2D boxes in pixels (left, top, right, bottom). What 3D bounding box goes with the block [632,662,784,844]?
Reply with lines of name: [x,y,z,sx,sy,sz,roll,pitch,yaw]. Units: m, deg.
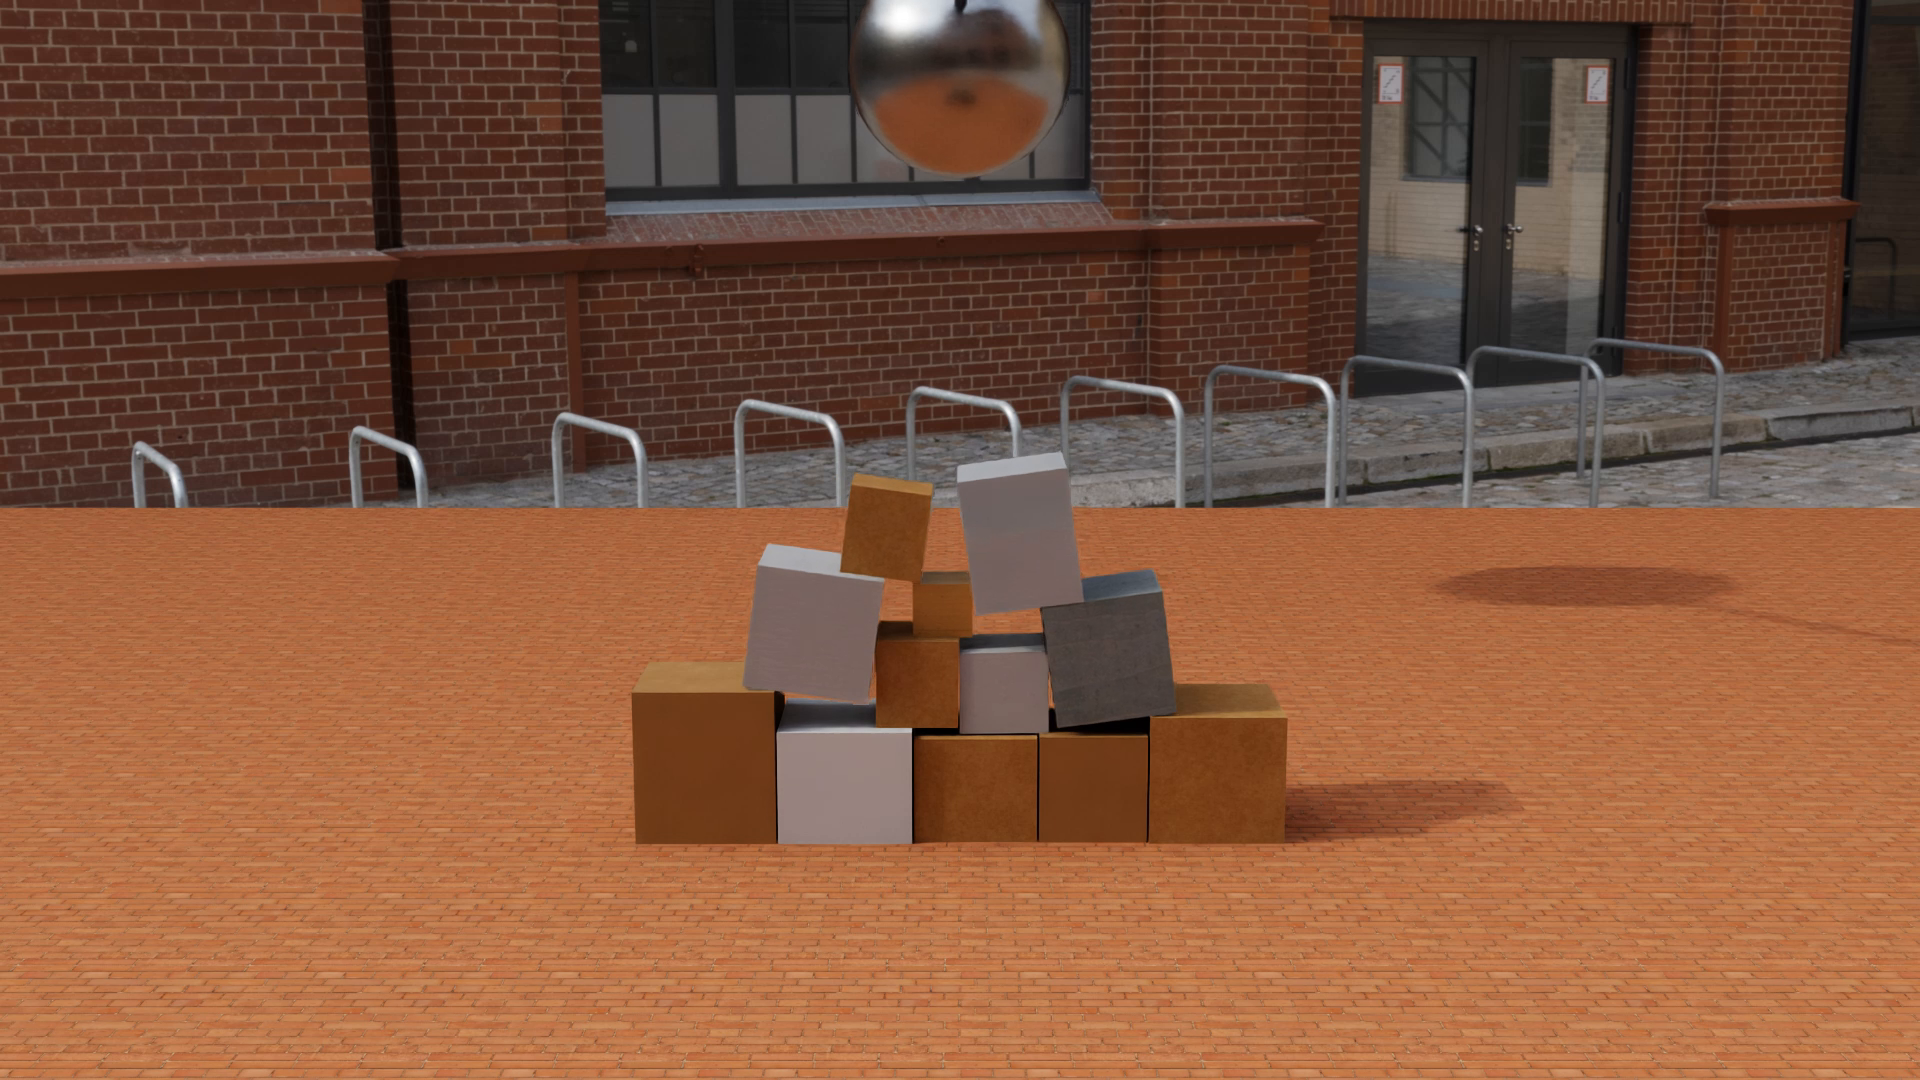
block: [-1.284,1.090,11.366,0.711,0.789,0.657,0,10,0]

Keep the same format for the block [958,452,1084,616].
block: [0.303,-0.040,11.162,0.543,0.678,0.599,-8,10,1]

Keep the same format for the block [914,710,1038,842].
block: [0.079,1.215,11.383,0.622,0.537,0.576,0,10,0]

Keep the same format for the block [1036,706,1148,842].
block: [0.673,1.207,11.390,0.546,0.550,0.612,0,10,0]

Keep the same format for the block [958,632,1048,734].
block: [0.220,0.734,11.295,0.450,0.422,0.428,-1,10,0]

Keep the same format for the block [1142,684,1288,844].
block: [1.298,1.150,11.404,0.684,0.658,0.701,0,10,0]

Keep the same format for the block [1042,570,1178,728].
block: [0.750,0.548,11.268,0.605,0.625,0.596,-8,10,2]

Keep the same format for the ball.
ball: [0.000,-3.396,15.751,1.600,1.600,1.600,0,10,0]

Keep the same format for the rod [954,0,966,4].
rod: [0.000,-4.637,12.586,0.080,0.080,5.200,0,-21,0]

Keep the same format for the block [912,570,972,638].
block: [-0.088,0.326,11.251,0.300,0.276,0.336,0,11,0]

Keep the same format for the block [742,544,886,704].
block: [-0.734,0.418,11.250,0.631,0.624,0.598,8,10,-1]

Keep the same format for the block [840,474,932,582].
block: [-0.371,-0.065,11.167,0.406,0.446,0.388,8,10,-1]

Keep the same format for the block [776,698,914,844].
block: [-0.580,1.188,11.404,0.676,0.582,0.701,0,10,0]

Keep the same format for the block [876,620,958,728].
block: [-0.216,0.686,11.293,0.414,0.447,0.480,0,10,0]
